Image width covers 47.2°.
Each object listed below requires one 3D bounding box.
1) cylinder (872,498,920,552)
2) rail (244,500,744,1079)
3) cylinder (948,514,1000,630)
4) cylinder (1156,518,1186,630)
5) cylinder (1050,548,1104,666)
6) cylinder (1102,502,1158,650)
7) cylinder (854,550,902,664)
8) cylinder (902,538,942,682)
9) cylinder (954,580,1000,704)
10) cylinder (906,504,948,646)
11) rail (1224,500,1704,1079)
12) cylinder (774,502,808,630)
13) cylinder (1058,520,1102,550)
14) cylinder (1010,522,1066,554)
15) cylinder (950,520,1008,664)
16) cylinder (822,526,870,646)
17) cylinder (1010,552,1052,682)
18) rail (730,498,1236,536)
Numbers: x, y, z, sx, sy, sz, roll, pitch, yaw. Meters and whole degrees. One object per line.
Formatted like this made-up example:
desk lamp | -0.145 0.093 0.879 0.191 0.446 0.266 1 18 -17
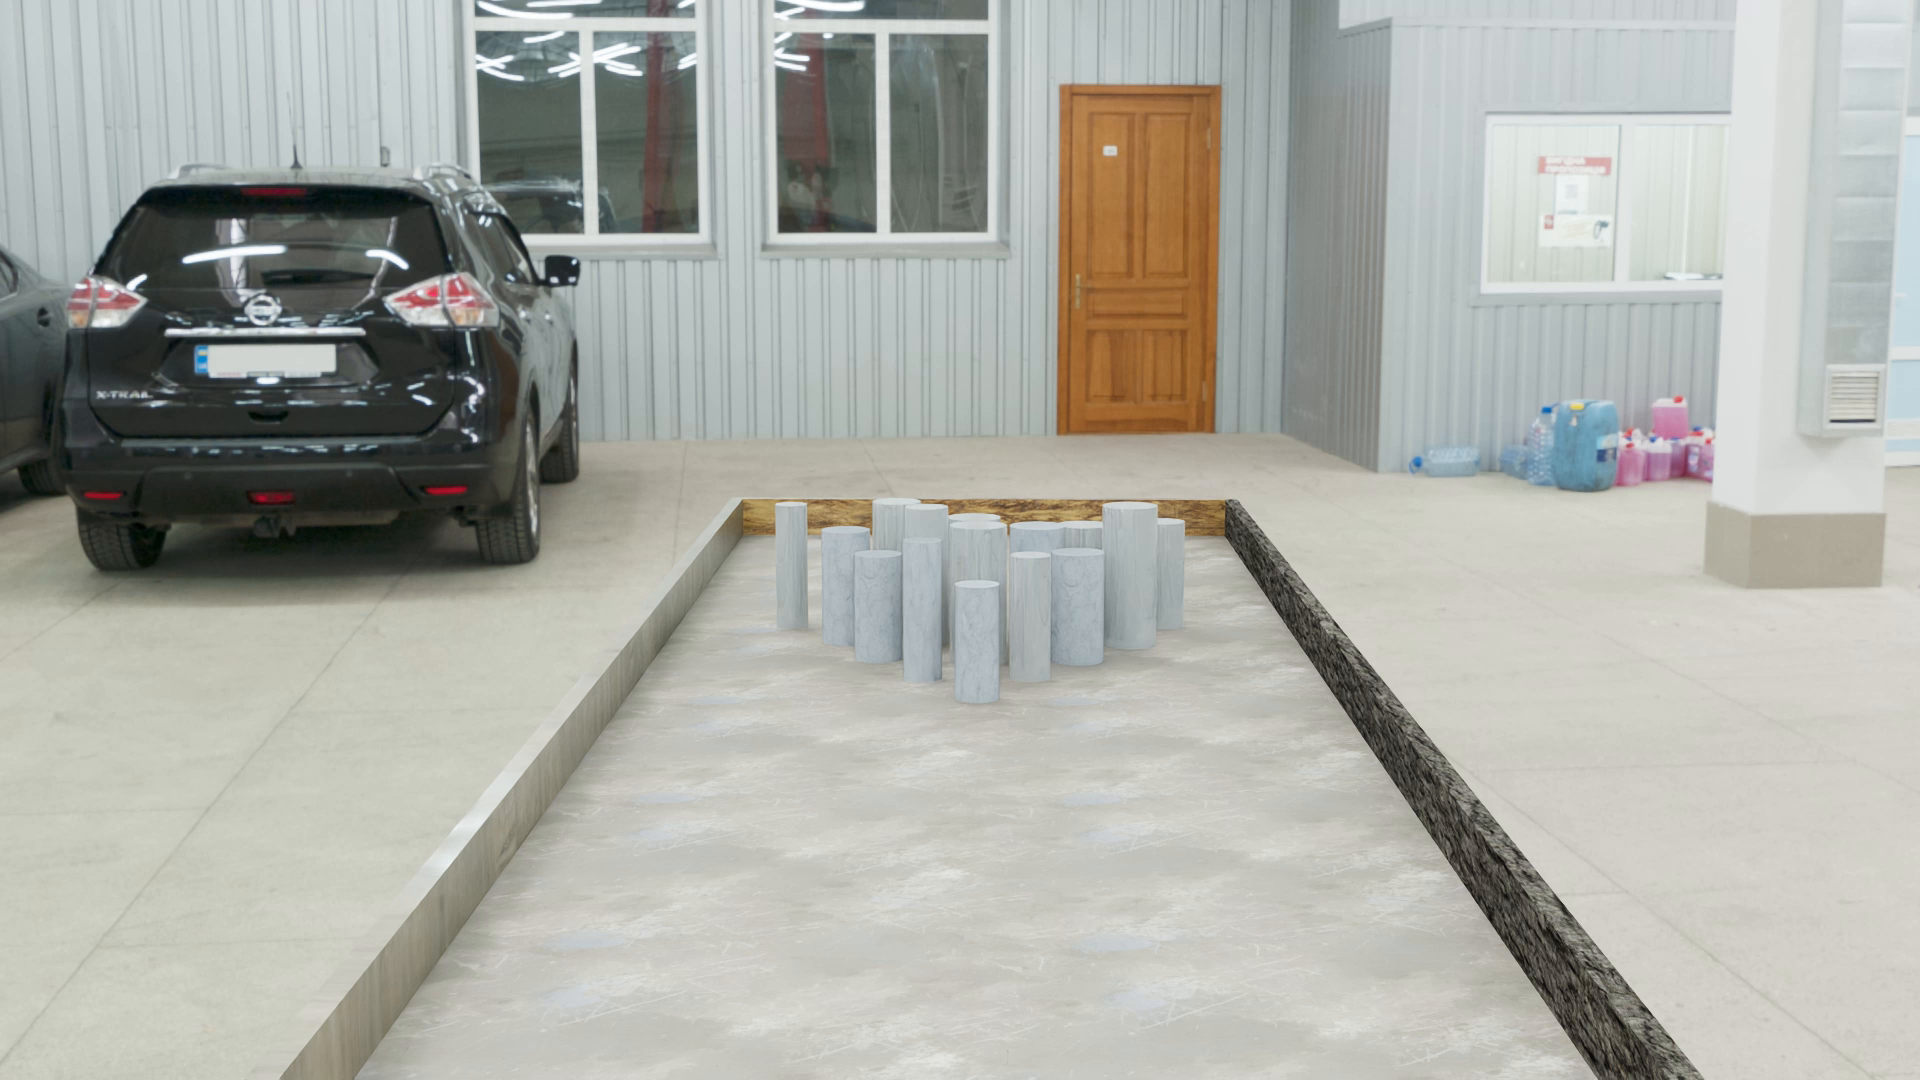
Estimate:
cylinder | -0.206 0.079 7.190 0.159 0.414 0.159 0 9 0
rail | -1.004 0.839 3.234 0.050 0.150 12.000 0 9 1
cylinder | 0.045 0.106 7.170 0.175 0.366 0.175 0 9 0
cylinder | 0.664 0.110 7.206 0.141 0.347 0.141 0 9 0
cylinder | 0.357 0.201 6.676 0.162 0.334 0.162 0 9 0
cylinder | 0.532 0.110 6.907 0.173 0.441 0.173 0 9 0
cylinder | -0.249 0.202 6.701 0.146 0.324 0.146 0 9 0
cylinder | -0.110 0.203 6.423 0.114 0.409 0.114 0 9 0
cylinder | 0.048 0.284 6.173 0.126 0.326 0.126 0 9 0
cylinder | -0.105 0.111 6.918 0.136 0.436 0.136 0 9 0
rail | 1.046 0.843 3.208 0.050 0.150 12.000 0 9 1
cylinder | -0.550 0.083 7.192 0.104 0.405 0.104 0 9 0
cylinder | 0.401 0.117 7.188 0.173 0.339 0.173 0 9 0
cylinder | 0.244 0.141 6.922 0.176 0.376 0.176 0 9 0
cylinder | 0.055 0.161 6.656 0.174 0.418 0.174 0 9 0
cylinder | -0.360 0.144 6.952 0.154 0.359 0.154 0 9 0
cylinder | 0.205 0.224 6.427 0.120 0.366 0.120 0 9 0
rail | 0.099 -0.098 9.147 2.100 0.150 0.050 0 9 1
